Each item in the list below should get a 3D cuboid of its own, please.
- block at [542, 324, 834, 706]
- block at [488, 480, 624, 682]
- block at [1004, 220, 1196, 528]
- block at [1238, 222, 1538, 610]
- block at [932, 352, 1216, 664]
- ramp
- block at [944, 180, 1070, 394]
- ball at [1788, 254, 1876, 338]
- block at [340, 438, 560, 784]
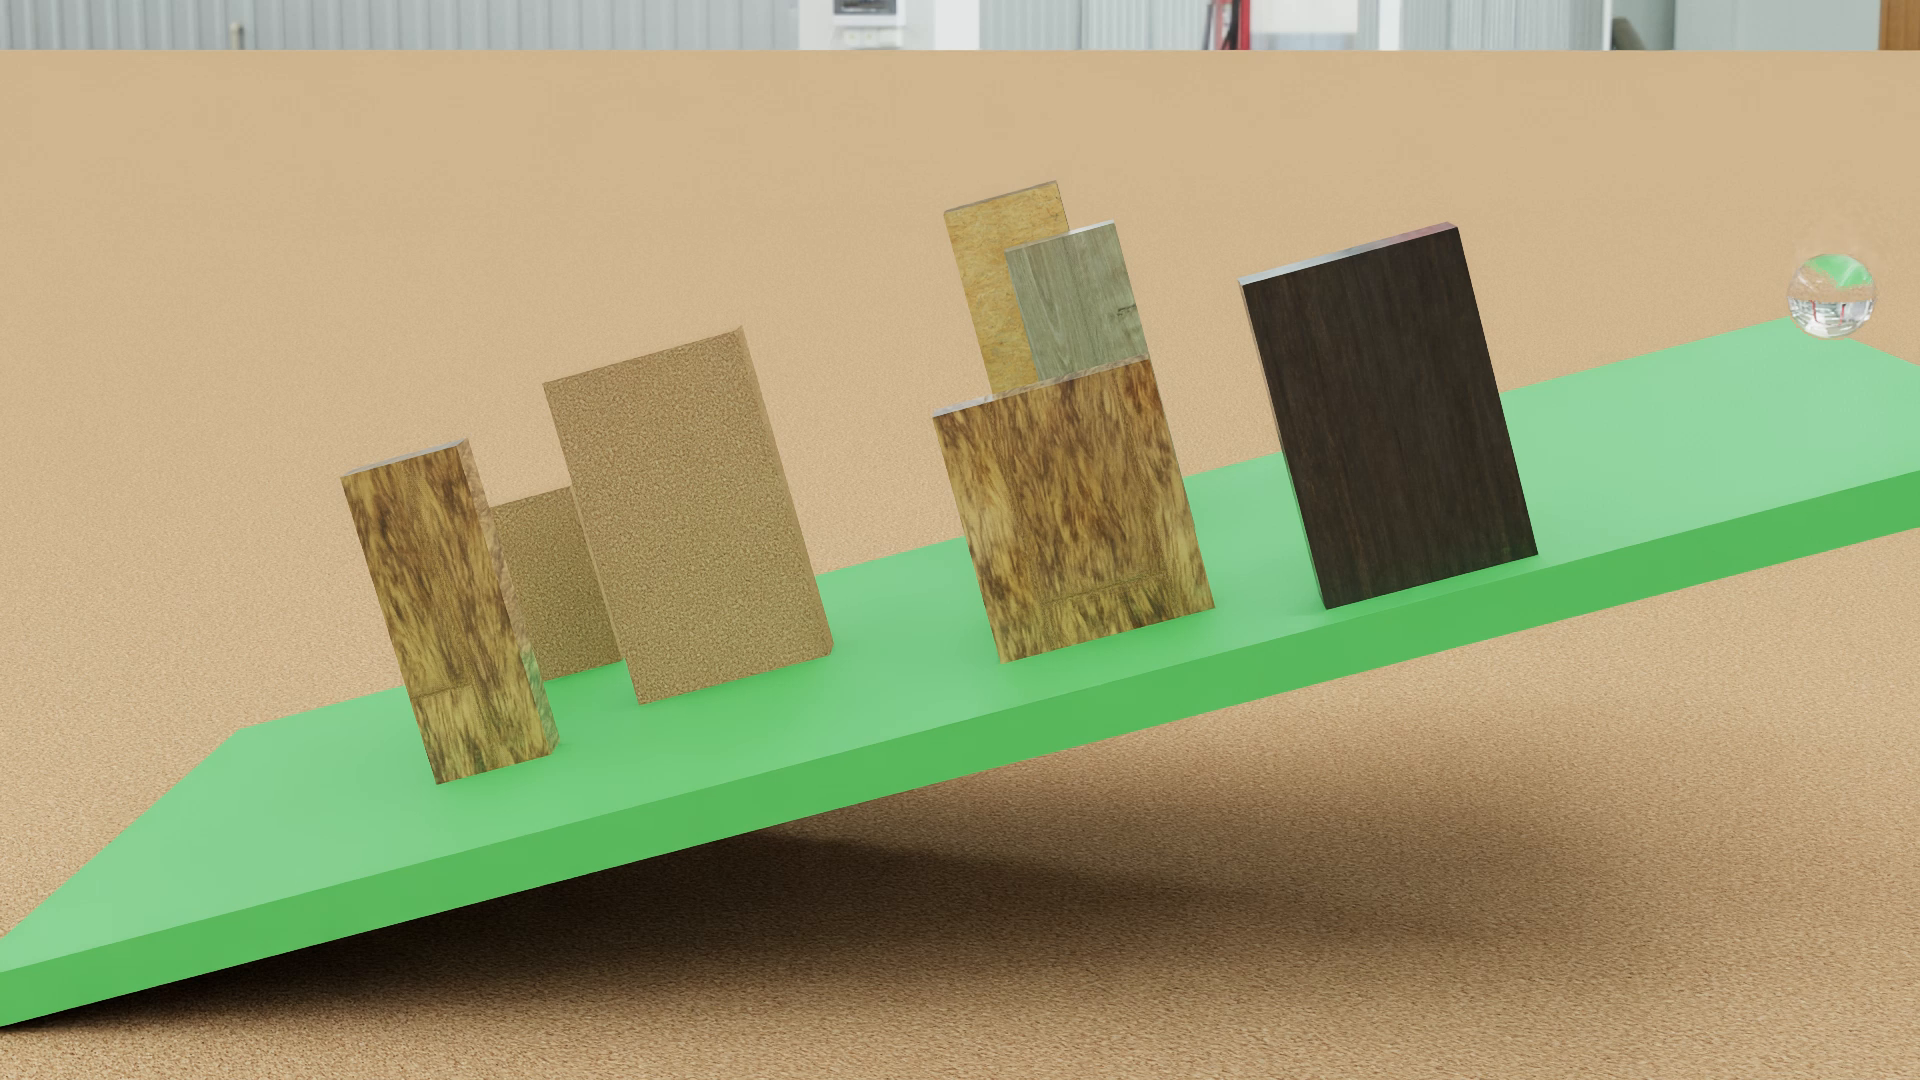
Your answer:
[{"bbox_3d":[-0.577,-0.052,6.299,0.427,0.721,0.119,-15,9,4],"label":"block"},{"bbox_3d":[-0.999,0.110,6.935,0.312,0.431,0.104,-15,9,4],"label":"block"},{"bbox_3d":[0.313,-0.338,6.563,0.251,0.705,0.115,-15,9,4],"label":"block"},{"bbox_3d":[0.785,-0.229,5.411,0.399,0.619,0.140,-15,9,4],"label":"block"},{"bbox_3d":[0.222,-0.062,5.718,0.430,0.502,0.110,-15,9,4],"label":"block"},{"bbox_3d":[0.082,0.190,6.328,4.000,0.100,2.000,-15,9,4],"label":"ramp"},{"bbox_3d":[0.200,-0.428,6.981,0.273,0.799,0.139,-15,9,4],"label":"block"},{"bbox_3d":[1.844,-0.516,6.221,0.181,0.181,0.181,0,10,0],"label":"ball"},{"bbox_3d":[-1.049,0.147,6.073,0.248,0.666,0.120,-15,9,4],"label":"block"}]
